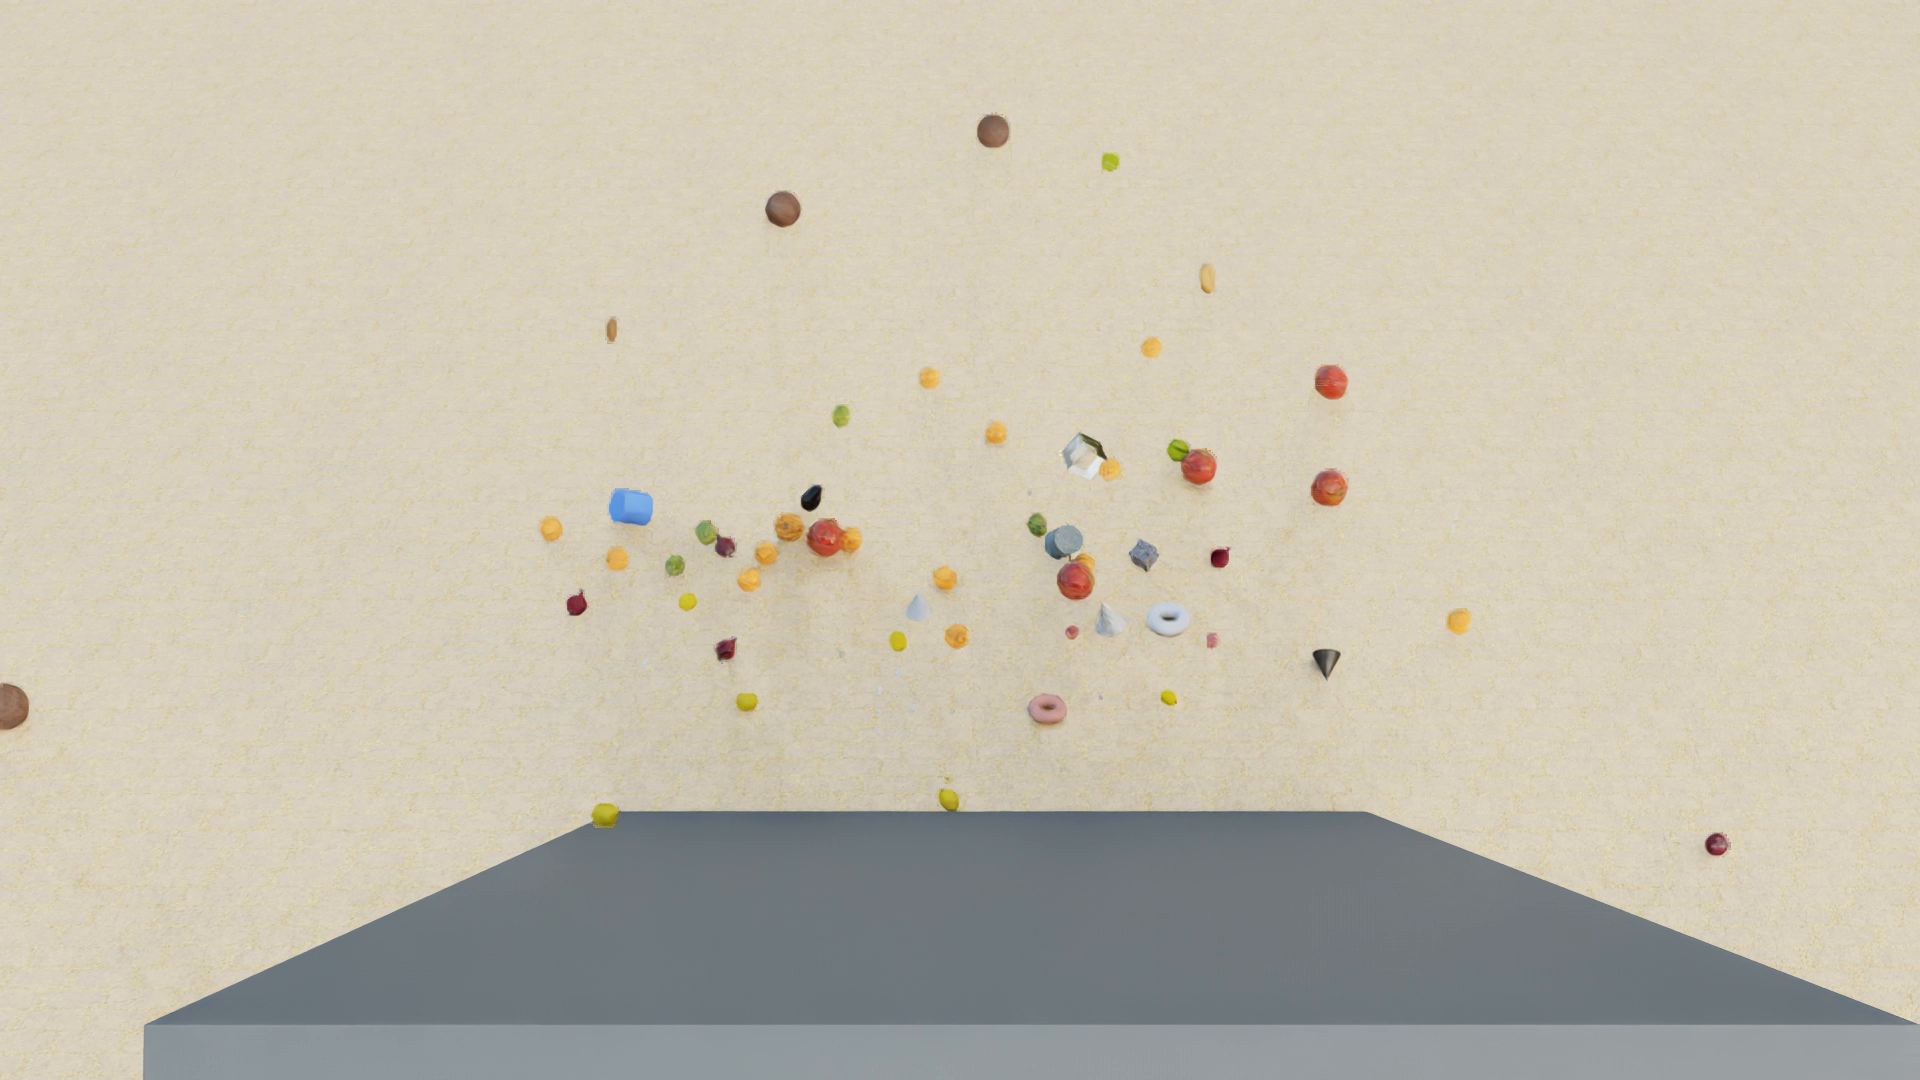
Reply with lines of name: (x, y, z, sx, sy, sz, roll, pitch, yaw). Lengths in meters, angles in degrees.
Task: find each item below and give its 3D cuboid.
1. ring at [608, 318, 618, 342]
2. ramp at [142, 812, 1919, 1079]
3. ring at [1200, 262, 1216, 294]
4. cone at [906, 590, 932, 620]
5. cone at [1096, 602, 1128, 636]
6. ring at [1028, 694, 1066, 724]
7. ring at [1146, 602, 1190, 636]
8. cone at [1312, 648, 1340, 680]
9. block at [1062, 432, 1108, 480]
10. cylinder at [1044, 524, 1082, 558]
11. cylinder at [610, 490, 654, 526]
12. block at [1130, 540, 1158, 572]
ring: (-1.191, -0.720, 8.904, 0.026, 0.079, 0.079, 3, 37, -1)
ramp: (0.081, 0.684, 4.924, 2.000, 0.100, 4.000, 0, -3, 0)
ring: (0.870, -0.921, 9.146, 0.036, 0.108, 0.108, -4, 34, 23)
cone: (-0.122, 0.182, 7.703, 0.082, 0.082, 0.082, 0, 37, 0)
cone: (0.430, 0.214, 7.625, 0.097, 0.097, 0.097, -14, 39, 12)
ring: (0.246, 0.477, 7.348, 0.112, 0.037, 0.112, 1, 37, 0)
ring: (0.614, 0.232, 7.669, 0.132, 0.044, 0.132, 1, 38, -1)
cone: (1.056, 0.367, 7.494, 0.082, 0.082, 0.082, 3, 64, 3)
block: (0.392, -0.265, 8.194, 0.091, 0.091, 0.091, 25, 31, -33)
cylinder: (0.310, 0.005, 7.814, 0.090, 0.090, 0.090, -17, -4, -22)
cylinder: (-1.012, -0.100, 8.012, 0.099, 0.099, 0.099, 9, 27, -37)
block: (0.555, 0.046, 7.852, 0.059, 0.059, 0.059, 31, 72, 27)
